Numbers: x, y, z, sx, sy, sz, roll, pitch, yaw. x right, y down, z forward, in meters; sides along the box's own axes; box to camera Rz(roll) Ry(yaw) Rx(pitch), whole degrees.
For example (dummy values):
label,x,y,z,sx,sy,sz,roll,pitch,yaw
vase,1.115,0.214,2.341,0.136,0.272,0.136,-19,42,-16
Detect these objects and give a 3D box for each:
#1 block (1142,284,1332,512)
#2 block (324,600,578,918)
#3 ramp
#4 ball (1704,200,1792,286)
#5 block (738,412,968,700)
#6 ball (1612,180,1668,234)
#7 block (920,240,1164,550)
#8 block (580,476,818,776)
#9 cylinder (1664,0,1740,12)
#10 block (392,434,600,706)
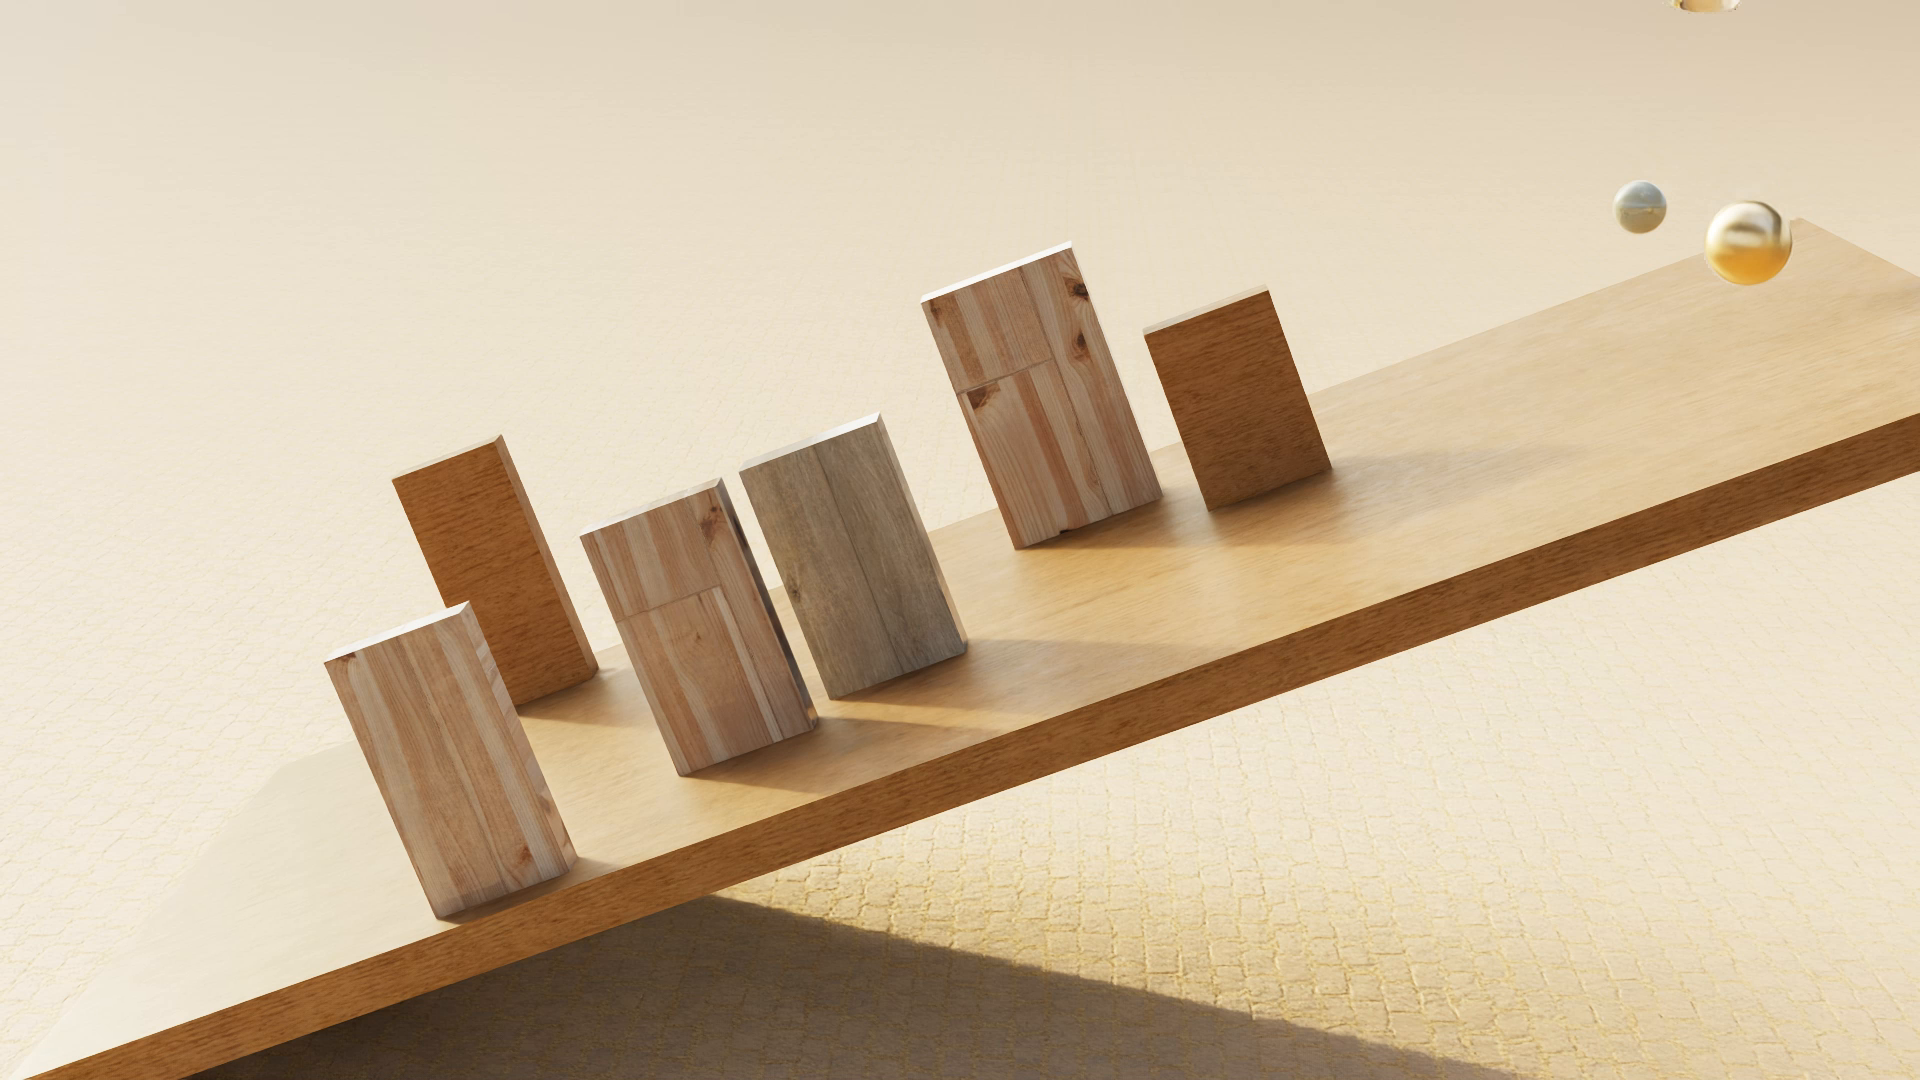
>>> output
label,x,y,z,sx,sy,sz,roll,pitch,yaw
block,0.600,-0.308,6.370,0.283,0.412,0.095,-20,12,7
block,-0.952,0.414,5.514,0.274,0.534,0.090,-20,12,7
ramp,0.118,0.176,6.295,4.000,0.100,2.000,-20,12,7
ball,1.644,-0.621,6.135,0.179,0.179,0.179,0,13,0
block,-0.215,0.033,6.010,0.299,0.510,0.107,-20,12,7
ball,1.486,-0.727,6.430,0.117,0.117,0.117,0,13,0
block,0.189,-0.328,6.697,0.361,0.609,0.110,-20,12,7
block,-0.518,0.173,5.863,0.292,0.527,0.093,-20,12,7
cylinder,1.483,-1.170,5.850,0.174,0.174,0.174,0,41,0
block,-1.119,0.084,7.104,0.267,0.621,0.098,-20,12,7
